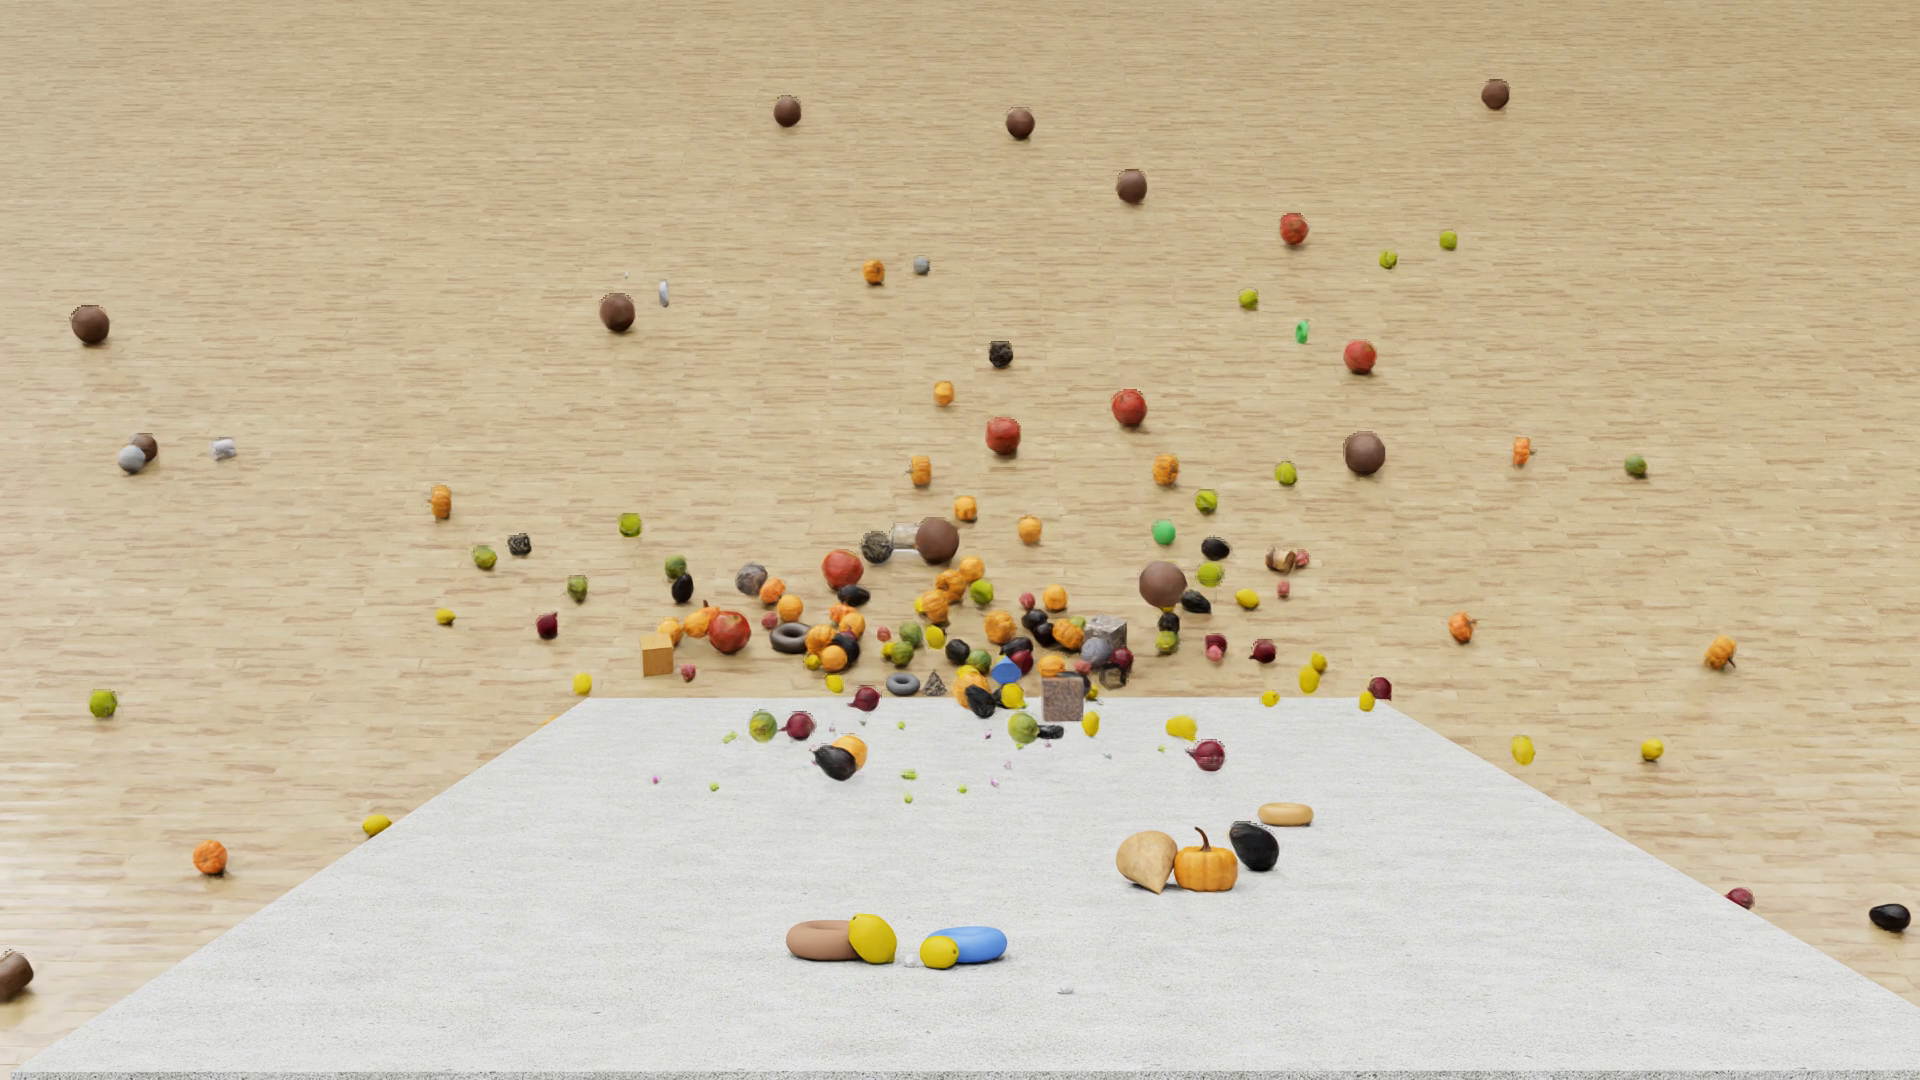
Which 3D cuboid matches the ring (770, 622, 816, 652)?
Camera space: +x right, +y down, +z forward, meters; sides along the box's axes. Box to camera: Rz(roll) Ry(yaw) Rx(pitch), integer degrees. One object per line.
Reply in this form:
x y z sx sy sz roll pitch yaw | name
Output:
-0.454 0.265 7.013 0.129 0.043 0.129 1 27 0 | ring

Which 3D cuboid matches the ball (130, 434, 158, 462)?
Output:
-2.583 -0.291 8.163 0.086 0.086 0.086 0 25 0 | ball

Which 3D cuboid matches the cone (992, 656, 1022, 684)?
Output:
0.122 0.329 6.816 0.077 0.077 0.077 -1 37 -2 | cone

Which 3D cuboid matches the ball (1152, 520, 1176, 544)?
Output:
0.603 -0.021 7.599 0.070 0.070 0.070 0 25 0 | ball

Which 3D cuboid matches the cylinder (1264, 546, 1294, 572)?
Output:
0.923 0.056 7.440 0.063 0.063 0.063 19 31 35 | cylinder

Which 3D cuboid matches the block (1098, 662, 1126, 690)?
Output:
0.402 0.359 6.800 0.052 0.052 0.052 -12 27 -24 | block

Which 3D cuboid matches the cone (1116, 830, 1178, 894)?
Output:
0.272 0.472 3.627 0.091 0.091 0.091 -3 29 -7 | cone

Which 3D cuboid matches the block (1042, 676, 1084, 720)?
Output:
0.240 0.370 6.015 0.094 0.094 0.094 0 2 0 | block

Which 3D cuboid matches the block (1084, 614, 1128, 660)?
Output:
0.393 0.262 6.970 0.084 0.084 0.084 16 29 31 | block

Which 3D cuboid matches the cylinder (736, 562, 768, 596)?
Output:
-0.590 0.111 7.313 0.069 0.069 0.069 6 27 14 | cylinder

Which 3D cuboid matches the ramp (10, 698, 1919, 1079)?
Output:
0.057 0.513 4.554 2.000 0.100 4.000 0 2 0 | ramp

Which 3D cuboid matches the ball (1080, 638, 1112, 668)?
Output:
0.363 0.302 6.888 0.081 0.081 0.081 0 25 0 | ball

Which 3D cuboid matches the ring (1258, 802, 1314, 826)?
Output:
0.541 0.456 4.289 0.094 0.031 0.094 1 1 0 | ring

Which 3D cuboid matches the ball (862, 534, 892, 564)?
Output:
-0.240 0.026 7.474 0.090 0.090 0.090 0 25 0 | ball

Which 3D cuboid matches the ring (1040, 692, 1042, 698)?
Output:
0.266 0.407 6.713 0.117 0.039 0.117 0 26 0 | ring

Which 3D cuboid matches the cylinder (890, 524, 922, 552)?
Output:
-0.157 -0.005 7.556 0.076 0.076 0.076 -6 23 15 | cylinder

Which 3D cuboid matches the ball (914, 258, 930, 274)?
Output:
-0.146 -1.043 9.817 0.062 0.062 0.062 0 25 0 | ball

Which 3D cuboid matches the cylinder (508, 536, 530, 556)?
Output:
-1.285 0.017 7.519 0.053 0.053 0.053 -9 26 -21 | cylinder

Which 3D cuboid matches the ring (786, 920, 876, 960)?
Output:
-0.157 0.489 3.153 0.111 0.037 0.111 1 1 0 | ring

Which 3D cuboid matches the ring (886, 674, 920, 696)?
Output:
-0.149 0.379 6.783 0.091 0.030 0.091 1 26 0 | ring

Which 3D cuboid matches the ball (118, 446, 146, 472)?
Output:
-2.599 -0.254 8.085 0.085 0.085 0.085 0 25 0 | ball

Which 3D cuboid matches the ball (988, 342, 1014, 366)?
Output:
0.142 -0.642 8.924 0.084 0.084 0.084 0 25 0 | ball

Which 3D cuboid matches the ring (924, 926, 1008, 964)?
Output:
0.007 0.491 3.129 0.102 0.034 0.102 -3 0 0 | ring

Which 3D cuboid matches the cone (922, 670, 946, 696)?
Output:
-0.068 0.367 6.767 0.065 0.065 0.065 0 25 0 | cone

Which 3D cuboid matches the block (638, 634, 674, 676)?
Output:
-0.810 0.307 6.878 0.080 0.080 0.080 -6 25 -12 | block

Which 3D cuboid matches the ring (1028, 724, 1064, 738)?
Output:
0.188 0.417 5.617 0.079 0.026 0.079 0 0 0 | ring

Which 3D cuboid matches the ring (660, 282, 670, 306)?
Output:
-1.088 -0.905 9.480 0.031 0.094 0.094 -6 25 -5 | ring

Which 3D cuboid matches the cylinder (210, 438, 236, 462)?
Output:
-2.341 -0.286 8.180 0.060 0.060 0.060 -16 29 -30 | cylinder
